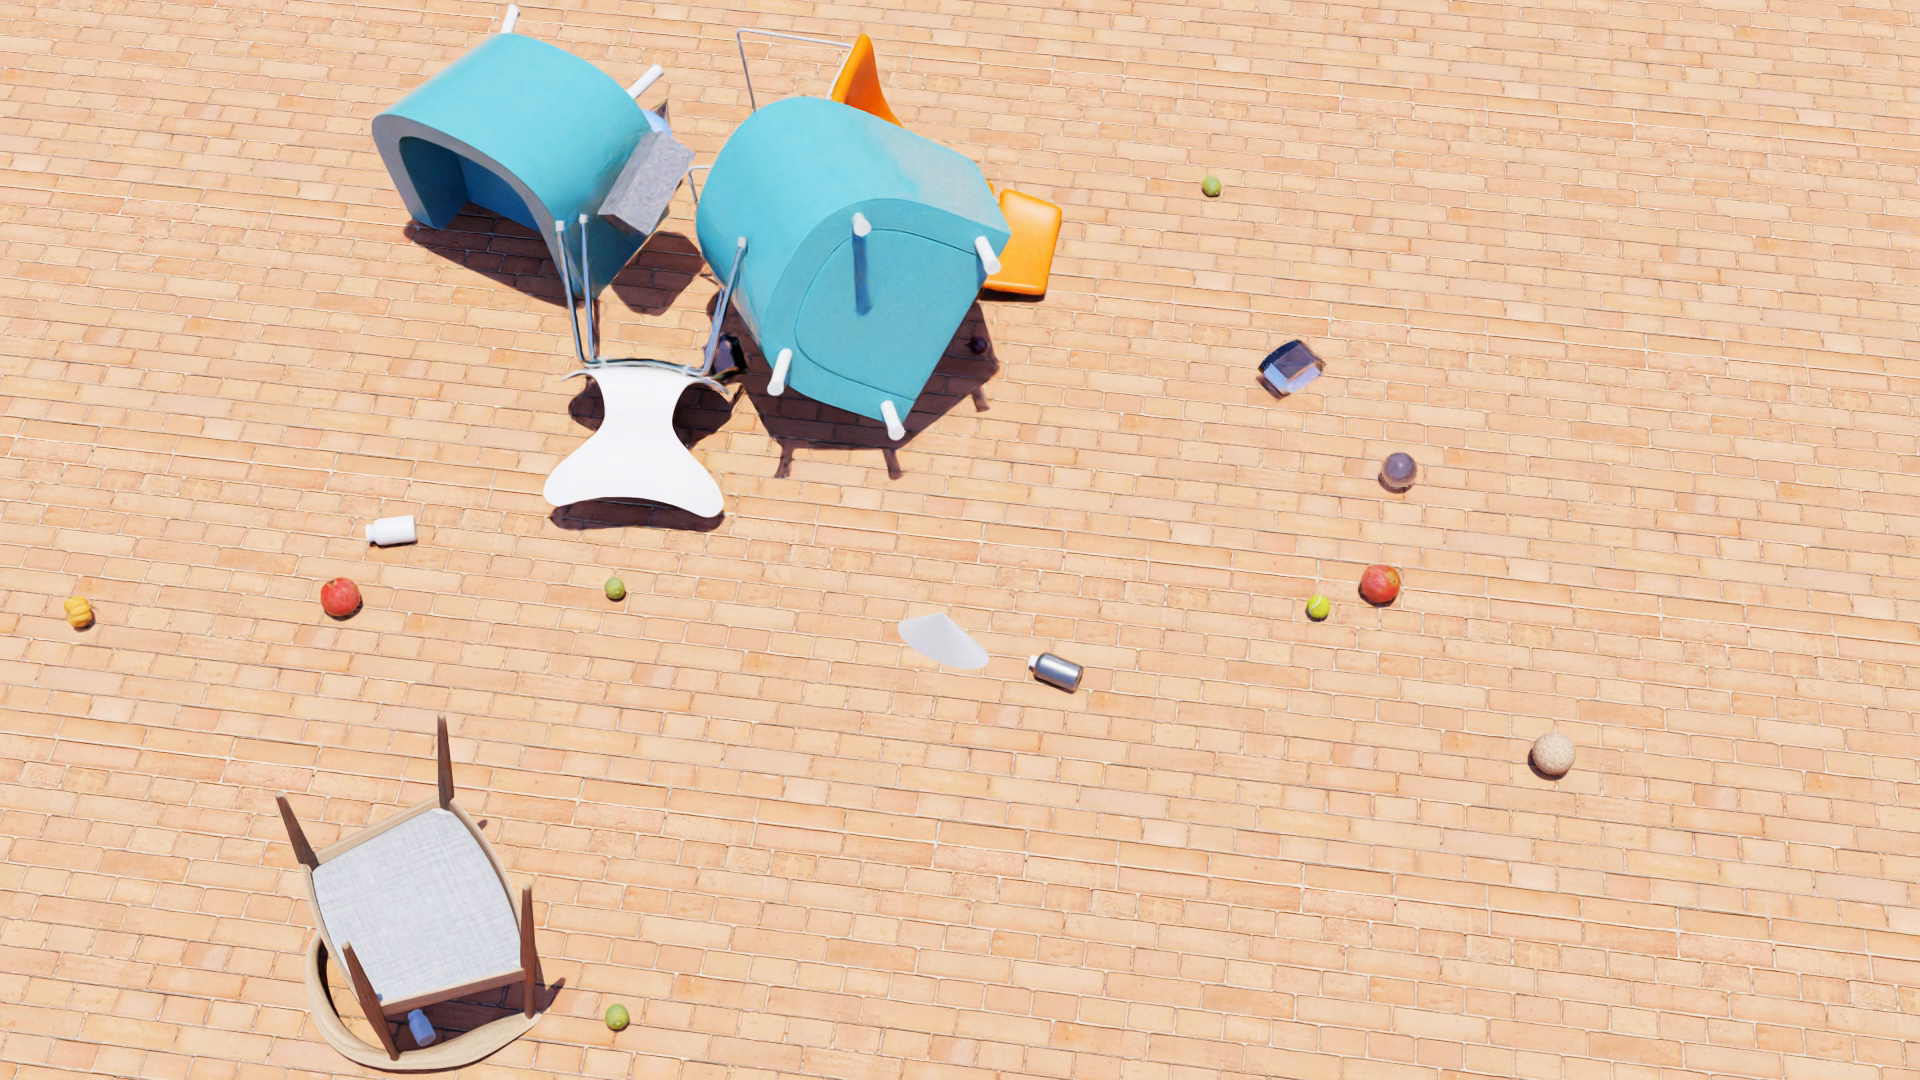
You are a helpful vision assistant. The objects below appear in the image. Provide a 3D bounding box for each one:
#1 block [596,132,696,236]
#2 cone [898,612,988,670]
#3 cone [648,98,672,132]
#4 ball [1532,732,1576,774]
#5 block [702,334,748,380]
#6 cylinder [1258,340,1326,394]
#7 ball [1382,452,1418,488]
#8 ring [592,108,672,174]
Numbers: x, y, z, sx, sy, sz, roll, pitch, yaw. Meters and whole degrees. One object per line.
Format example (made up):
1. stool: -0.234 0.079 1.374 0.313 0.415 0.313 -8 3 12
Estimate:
1. block: -0.965 -1.093 6.761 0.125 0.198 0.295 32 83 -25
2. cone: -0.049 0.251 6.303 0.291 0.170 0.128 23 59 15
3. cone: -1.036 -1.451 7.518 0.193 0.095 0.228 4 43 15
4. ball: 1.649 0.593 6.105 0.118 0.118 0.118 0 56 0
5. block: -0.736 -0.570 6.871 0.093 0.072 0.106 -25 74 27
6. cylinder: 1.038 -0.542 6.875 0.187 0.103 0.108 -29 61 -24
7. ball: 1.329 -0.212 6.651 0.109 0.109 0.109 0 56 0
8. ring: -1.099 -1.335 7.370 0.297 0.090 0.225 6 89 18
